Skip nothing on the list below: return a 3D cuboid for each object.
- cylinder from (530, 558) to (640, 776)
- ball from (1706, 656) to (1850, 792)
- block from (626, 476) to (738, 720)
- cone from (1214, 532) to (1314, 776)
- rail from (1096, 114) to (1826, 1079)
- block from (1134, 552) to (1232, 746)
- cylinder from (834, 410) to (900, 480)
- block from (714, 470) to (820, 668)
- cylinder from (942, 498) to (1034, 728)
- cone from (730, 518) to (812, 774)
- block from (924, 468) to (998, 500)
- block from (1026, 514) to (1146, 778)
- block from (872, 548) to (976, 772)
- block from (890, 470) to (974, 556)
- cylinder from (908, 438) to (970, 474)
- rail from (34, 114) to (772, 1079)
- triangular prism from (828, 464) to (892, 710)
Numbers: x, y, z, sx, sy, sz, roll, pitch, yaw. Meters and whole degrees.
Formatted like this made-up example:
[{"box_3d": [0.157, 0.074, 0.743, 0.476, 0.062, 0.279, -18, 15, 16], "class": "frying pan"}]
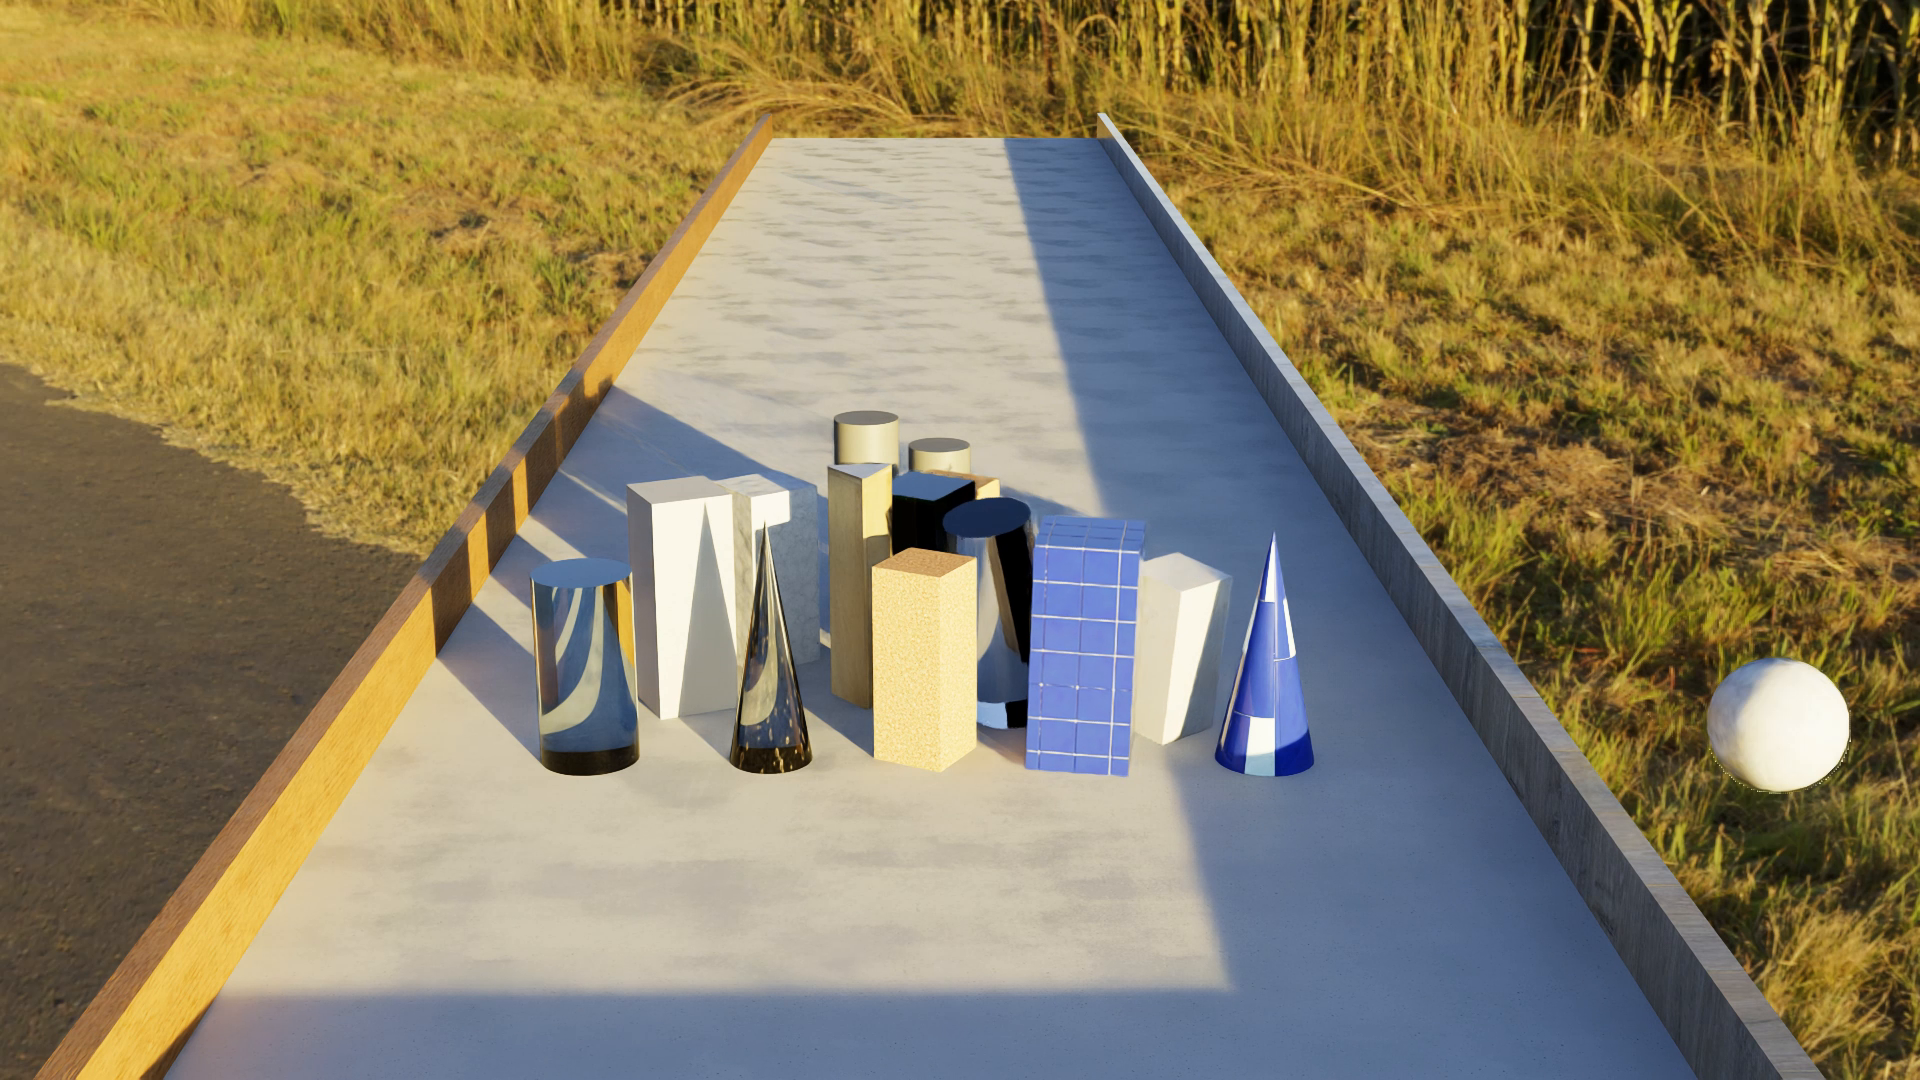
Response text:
[{"box_3d": [-0.659, 0.222, 3.875, 0.175, 0.345, 0.175, 0, 17, 0], "class": "cylinder"}, {"box_3d": [1.311, 0.295, 3.528, 0.215, 0.215, 0.215, 0, 17, 0], "class": "ball"}, {"box_3d": [-0.522, 0.106, 4.138, 0.153, 0.417, 0.153, -8, 18, -25], "class": "block"}, {"box_3d": [0.543, 0.184, 3.861, 0.177, 0.425, 0.177, 0, 17, 0], "class": "cone"}, {"box_3d": [0.932, -0.844, 7.801, 0.050, 0.150, 12.000, 0, 17, -1], "class": "rail"}, {"box_3d": [0.383, 0.197, 4.008, 0.135, 0.303, 0.135, -14, 29, -40], "class": "block"}, {"box_3d": [-0.196, -0.050, 4.647, 0.136, 0.427, 0.136, 0, 17, 0], "class": "cylinder"}, {"box_3d": [-0.385, 0.062, 4.384, 0.150, 0.362, 0.150, -12, 20, -34], "class": "block"}, {"box_3d": [0.074, 0.135, 4.033, 0.161, 0.397, 0.161, -7, 26, 3], "class": "cylinder"}, {"box_3d": [-0.336, 0.175, 3.856, 0.148, 0.447, 0.148, 0, 17, 0], "class": "cone"}, {"box_3d": [-0.028, 0.041, 4.504, 0.160, 0.328, 0.160, 9, 21, 28], "class": "block"}, {"box_3d": [0.222, 0.184, 3.871, 0.180, 0.414, 0.180, 4, 17, 7], "class": "block"}, {"box_3d": [-0.062, 0.210, 3.893, 0.134, 0.358, 0.134, 9, 19, 27], "class": "block"}, {"box_3d": [-0.070, 0.068, 4.345, 0.149, 0.367, 0.149, 10, 22, 30], "class": "block"}, {"box_3d": [-0.046, -0.064, 4.905, 0.138, 0.306, 0.138, 0, 17, 0], "class": "cylinder"}, {"box_3d": [-1.118, -0.838, 7.780, 0.050, 0.150, 12.000, 0, 17, -1], "class": "rail"}, {"box_3d": [-0.170, 0.082, 4.161, 0.102, 0.451, 0.118, -12, 21, -36], "class": "triangular prism"}]
